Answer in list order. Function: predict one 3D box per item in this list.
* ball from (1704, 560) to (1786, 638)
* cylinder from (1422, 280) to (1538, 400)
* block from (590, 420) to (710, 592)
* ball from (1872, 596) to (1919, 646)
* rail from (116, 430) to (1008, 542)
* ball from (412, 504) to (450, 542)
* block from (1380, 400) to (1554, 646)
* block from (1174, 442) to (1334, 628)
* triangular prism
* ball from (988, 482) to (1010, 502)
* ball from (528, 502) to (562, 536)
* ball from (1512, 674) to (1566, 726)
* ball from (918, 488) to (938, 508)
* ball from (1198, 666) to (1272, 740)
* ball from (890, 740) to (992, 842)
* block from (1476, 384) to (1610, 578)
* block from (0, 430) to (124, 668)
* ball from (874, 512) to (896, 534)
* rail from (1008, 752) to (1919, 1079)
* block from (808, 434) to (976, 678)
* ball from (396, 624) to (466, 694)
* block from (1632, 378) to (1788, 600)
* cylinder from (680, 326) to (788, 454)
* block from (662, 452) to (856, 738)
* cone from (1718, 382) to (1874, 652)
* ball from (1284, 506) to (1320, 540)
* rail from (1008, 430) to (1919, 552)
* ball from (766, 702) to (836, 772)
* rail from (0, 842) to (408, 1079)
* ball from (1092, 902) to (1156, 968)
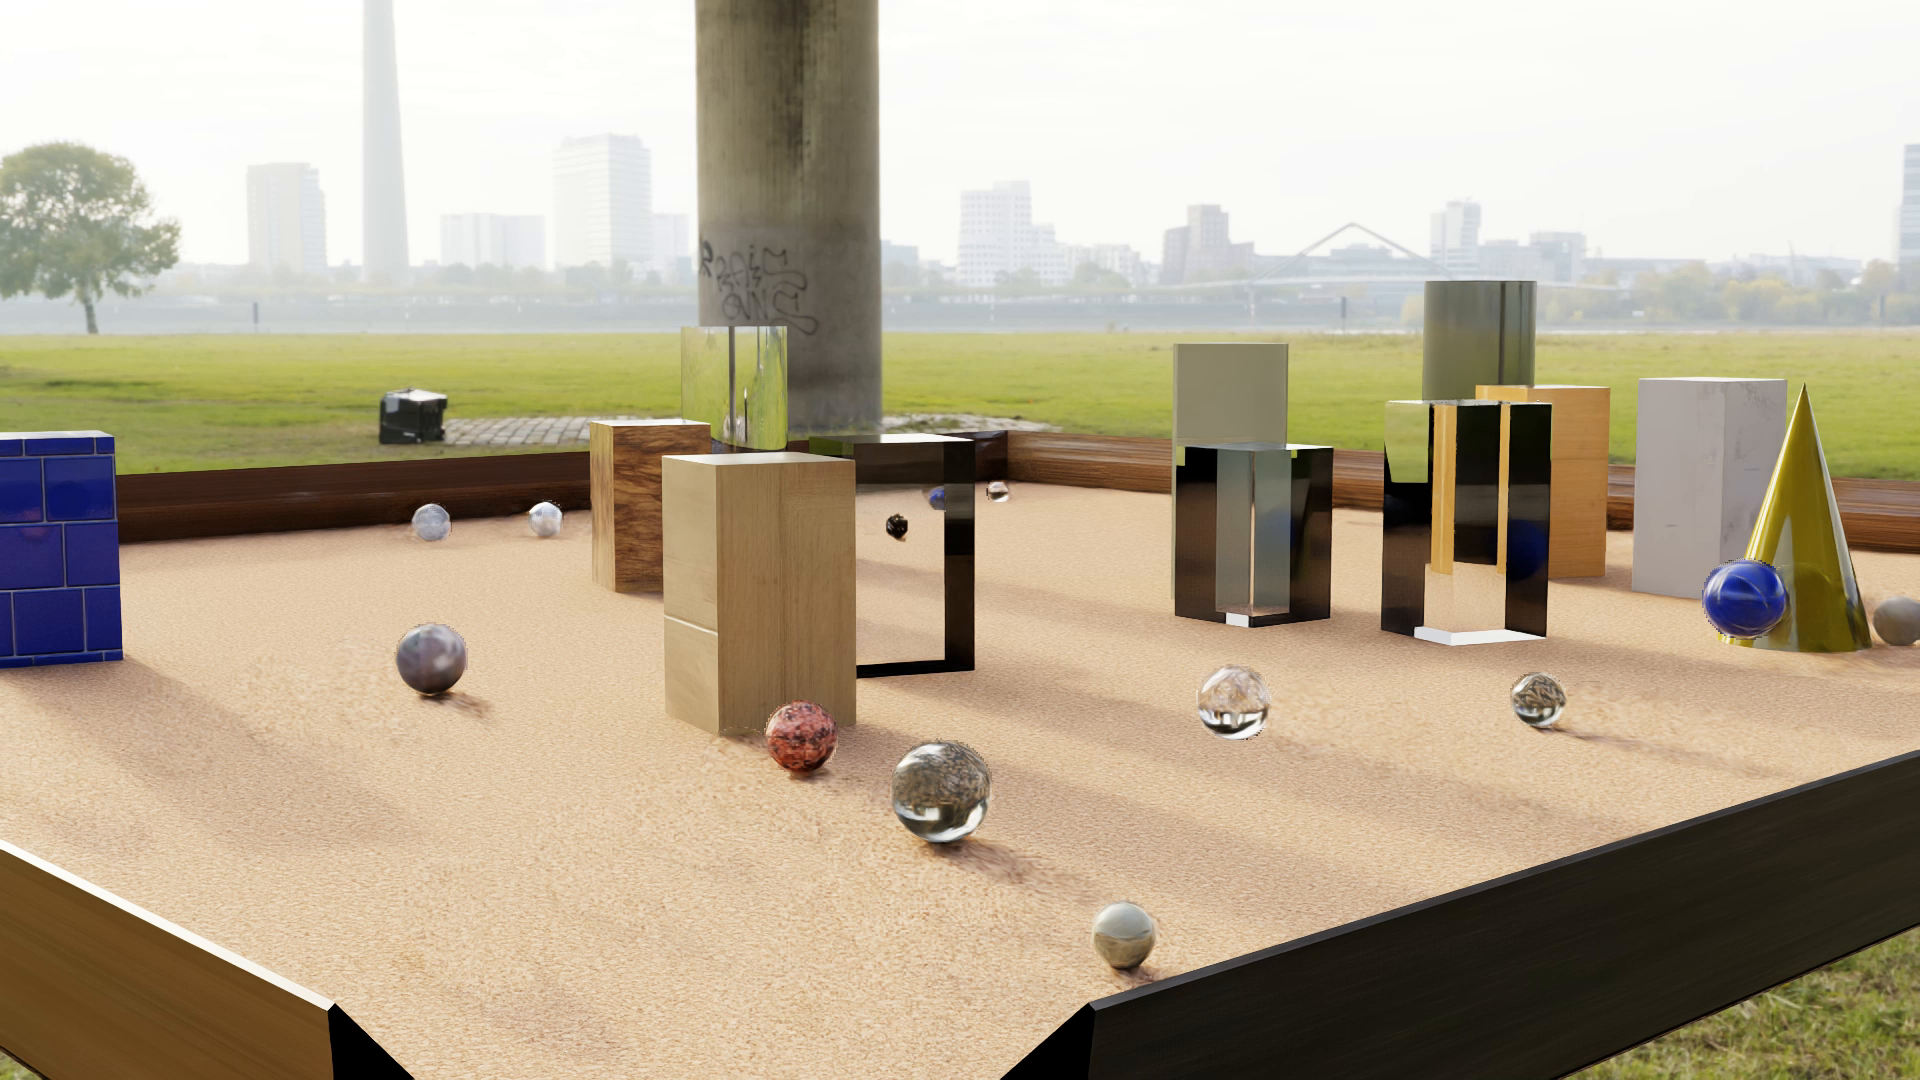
[{"bbox_3d":[1.008,0.076,2.823,0.100,0.100,0.100,0,6,0],"label":"ball"},{"bbox_3d":[0.942,-0.221,4.004,0.199,0.498,0.199,0,6,0],"label":"cylinder"},{"bbox_3d":[-0.504,-0.059,3.580,0.160,0.265,0.160,-2,6,-22],"label":"block"},{"bbox_3d":[1.253,0.108,2.931,0.067,0.067,0.067,0,6,0],"label":"ball"},{"bbox_3d":[-1.177,-0.098,4.601,3.594,0.130,0.045,-5,8,-42],"label":"rail"},{"bbox_3d":[-1.024,-0.033,4.262,0.073,0.073,0.073,0,6,0],"label":"ball"},{"bbox_3d":[0.695,-0.029,3.026,0.160,0.320,0.160,-3,7,-24],"label":"block"},{"bbox_3d":[0.427,-0.012,3.197,0.160,0.250,0.160,-5,8,-38],"label":"block"},{"bbox_3d":[0.417,-0.112,3.461,0.173,0.395,0.150,0,6,1],"label":"triangular prism"},{"bbox_3d":[0.091,-0.112,5.125,0.049,0.049,0.049,0,6,0],"label":"ball"},{"bbox_3d":[-0.821,-0.040,4.356,0.067,0.067,0.067,0,6,0],"label":"ball"},{"bbox_3d":[0.622,0.172,2.365,0.056,0.056,0.056,0,6,0],"label":"ball"},{"bbox_3d":[-0.071,-0.095,4.978,0.047,0.047,0.047,0,6,0],"label":"ball"},{"bbox_3d":[0.285,0.170,2.289,0.076,0.076,0.076,0,6,0],"label":"ball"},{"bbox_3d":[-0.016,0.212,1.849,0.085,0.085,0.085,0,6,0],"label":"ball"},{"bbox_3d":[0.987,-0.103,3.745,0.160,0.317,0.160,-2,6,-18],"label":"block"},{"bbox_3d":[-1.179,0.008,2.833,0.160,0.286,0.160,-3,7,-28],"label":"block"},{"bbox_3d":[-0.149,-0.033,4.389,0.046,0.046,0.046,0,6,0],"label":"ball"},{"bbox_3d":[1.177,0.166,2.063,3.594,0.130,0.045,-5,8,-42],"label":"rail"},{"bbox_3d":[-0.086,0.015,2.761,0.160,0.286,0.160,-3,6,-23],"label":"block"},{"bbox_3d":[-0.617,0.139,2.568,0.080,0.080,0.080,0,6,0],"label":"ball"},{"bbox_3d":[1.183,-0.085,3.475,0.160,0.338,0.160,-4,7,-36],"label":"block"},{"bbox_3d":[-0.425,-0.195,4.158,0.199,0.416,0.199,0,6,0],"label":"cylinder"},{"bbox_3d":[-0.220,0.054,2.397,0.160,0.286,0.160,-3,7,-28],"label":"block"},{"bbox_3d":[1.129,-0.038,2.958,0.199,0.352,0.199,0,6,0],"label":"cone"},{"bbox_3d":[0.667,-0.033,4.284,0.068,0.068,0.068,0,6,0],"label":"ball"},{"bbox_3d":[1.303,-0.091,4.528,0.045,0.130,3.520,-5,8,-42],"label":"rail"},{"bbox_3d":[-0.154,0.191,2.130,0.068,0.068,0.068,0,6,0],"label":"ball"},{"bbox_3d":[-1.303,0.158,2.136,0.045,0.130,3.520,-5,8,-42],"label":"rail"},{"bbox_3d":[0.111,0.269,1.495,0.044,0.044,0.044,0,6,0],"label":"ball"}]
